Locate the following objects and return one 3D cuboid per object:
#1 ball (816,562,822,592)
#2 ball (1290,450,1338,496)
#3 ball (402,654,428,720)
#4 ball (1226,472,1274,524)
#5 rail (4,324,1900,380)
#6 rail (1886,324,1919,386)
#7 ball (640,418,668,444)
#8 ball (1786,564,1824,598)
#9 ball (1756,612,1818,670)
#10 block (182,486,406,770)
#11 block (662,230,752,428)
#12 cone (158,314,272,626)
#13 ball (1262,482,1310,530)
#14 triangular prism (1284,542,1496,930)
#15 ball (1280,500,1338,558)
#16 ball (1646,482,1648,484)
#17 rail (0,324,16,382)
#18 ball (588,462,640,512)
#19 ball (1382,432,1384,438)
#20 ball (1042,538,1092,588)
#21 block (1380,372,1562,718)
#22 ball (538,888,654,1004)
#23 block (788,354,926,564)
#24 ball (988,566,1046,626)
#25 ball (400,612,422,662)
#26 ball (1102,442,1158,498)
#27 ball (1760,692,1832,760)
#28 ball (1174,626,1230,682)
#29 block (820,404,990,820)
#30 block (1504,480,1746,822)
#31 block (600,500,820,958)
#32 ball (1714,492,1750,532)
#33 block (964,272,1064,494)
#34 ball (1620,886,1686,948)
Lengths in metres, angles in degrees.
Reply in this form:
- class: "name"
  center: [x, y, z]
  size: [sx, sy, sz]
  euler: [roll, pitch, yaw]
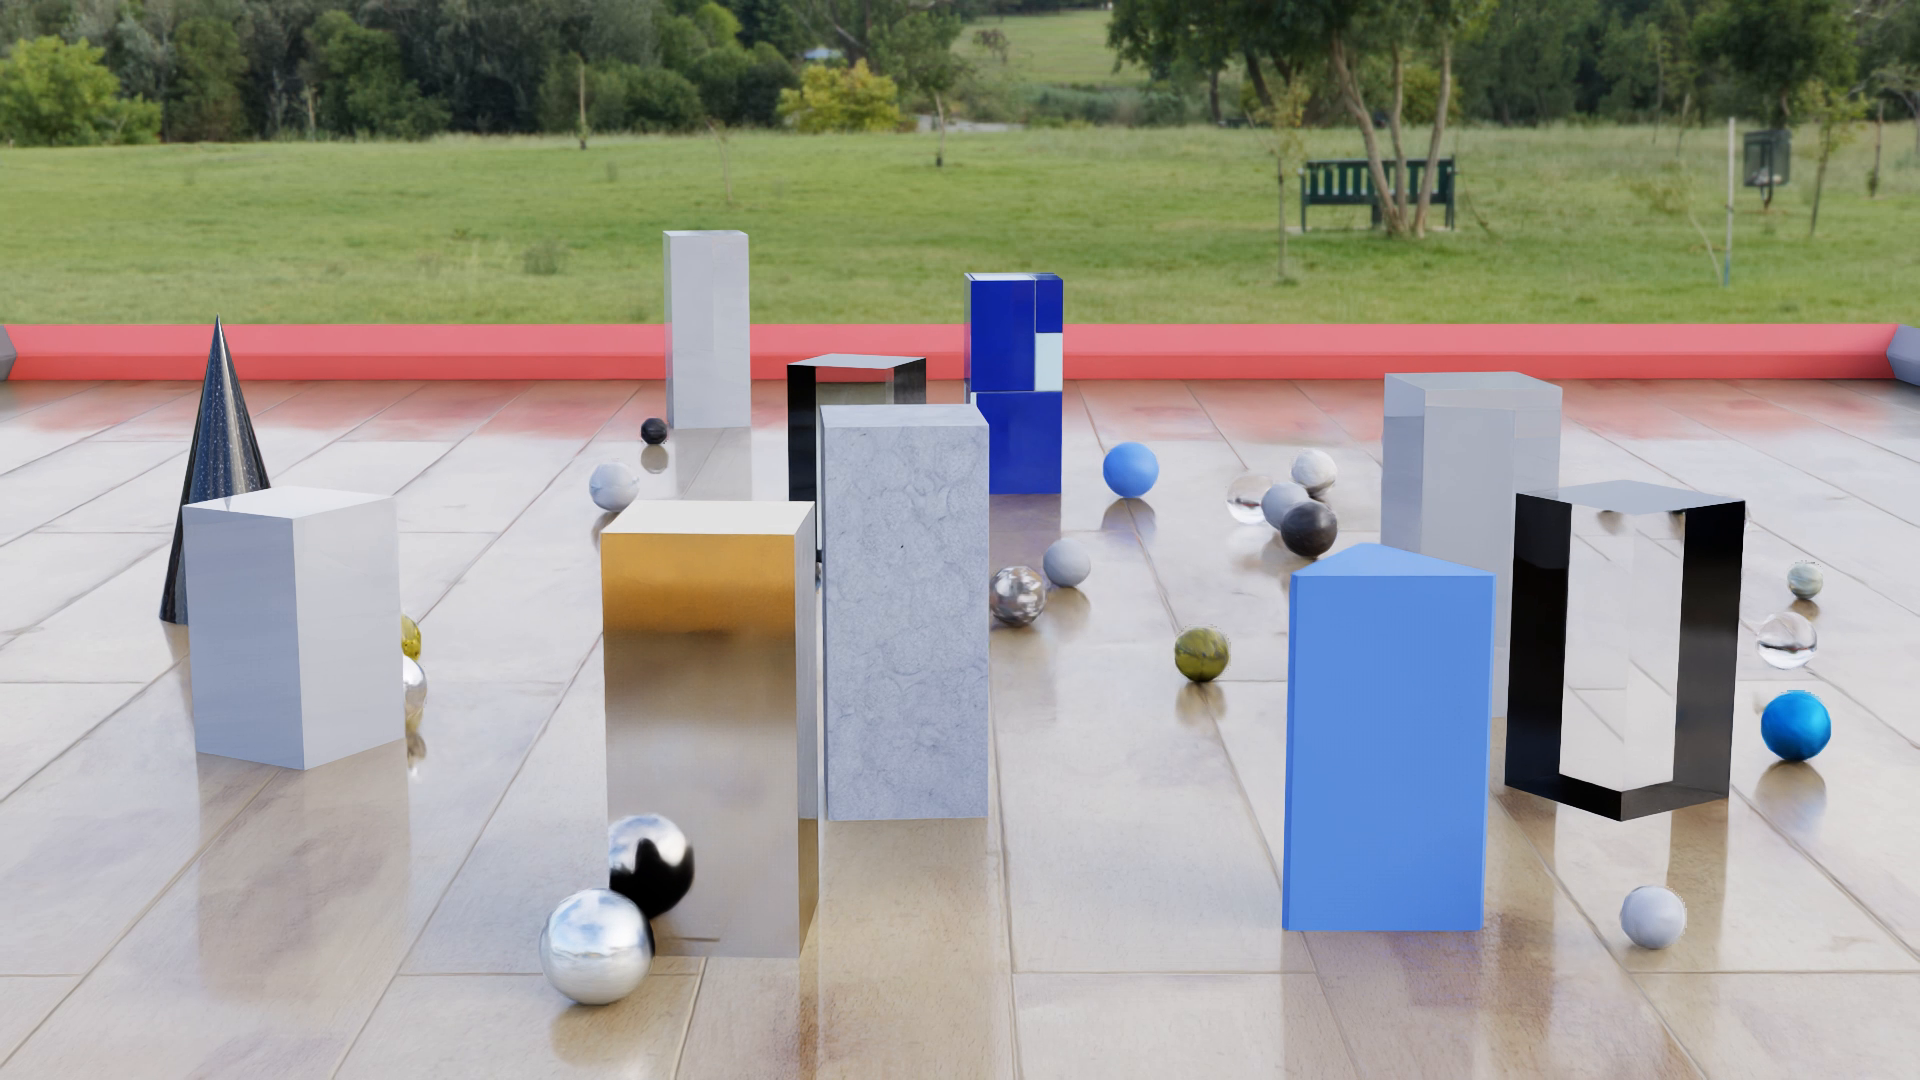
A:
- class: "ball"
  center: [-0.217, 0.051, 3.557]
  size: [0.054, 0.054, 0.054]
  euler: [0, 11, 0]
- class: "ball"
  center: [0.602, -0.113, 4.371]
  size: [0.080, 0.080, 0.080]
  euler: [0, 11, 0]
- class: "ball"
  center: [-0.634, 0.165, 2.865]
  size: [0.077, 0.077, 0.077]
  euler: [0, 11, 0]
- class: "ball"
  center: [0.468, -0.067, 4.108]
  size: [0.084, 0.084, 0.084]
  euler: [0, 11, 0]
- class: "rail"
  center: [-0.015, -0.437, 5.981]
  size: [4.433, 0.127, 0.045]
  euler: [0, 11, 0]
- class: "rail"
  center: [2.193, 0.030, 3.461]
  size: [0.045, 0.127, 5.197]
  euler: [0, 11, 0]
- class: "ball"
  center: [-0.593, -0.211, 4.971]
  size: [0.053, 0.053, 0.053]
  euler: [0, 11, 0]
- class: "ball"
  center: [1.166, 0.057, 3.539]
  size: [0.049, 0.049, 0.049]
  euler: [0, 11, 0]
- class: "ball"
  center: [1.007, 0.123, 3.124]
  size: [0.071, 0.071, 0.071]
  euler: [0, 11, 0]
- class: "block"
  center: [-0.715, 0.090, 2.761]
  size: [0.157, 0.267, 0.157]
  euler: [6, 12, 29]
- class: "block"
  center: [-0.518, -0.433, 5.248]
  size: [0.157, 0.389, 0.157]
  euler: [-2, 11, -12]
- class: "cone"
  center: [-0.981, -0.103, 3.428]
  size: [0.196, 0.403, 0.196]
  euler: [0, 11, 0]
- class: "ball"
  center: [0.514, -0.053, 4.035]
  size: [0.078, 0.078, 0.078]
  euler: [0, 11, 0]
- class: "triangular prism"
  center: [0.361, 0.167, 2.233]
  size: [0.169, 0.308, 0.147]
  euler: [0, 11, 0]
- class: "ball"
  center: [0.522, -0.017, 3.837]
  size: [0.086, 0.086, 0.086]
  euler: [0, 11, 0]
- class: "ball"
  center: [1.137, -0.077, 4.279]
  size: [0.042, 0.042, 0.042]
  euler: [0, 11, 0]
- class: "rail"
  center: [-2.193, 0.035, 3.437]
  size: [0.045, 0.127, 5.197]
  euler: [0, 11, 0]
- class: "ball"
  center: [-0.569, -0.088, 4.225]
  size: [0.084, 0.084, 0.084]
  euler: [0, 11, 0]
- class: "ball"
  center: [0.825, -0.189, 4.818]
  size: [0.066, 0.066, 0.066]
  euler: [0, 11, 0]
- class: "ball"
  center: [0.151, 0.032, 3.617]
  size: [0.069, 0.069, 0.069]
  euler: [0, 11, 0]
- class: "block"
  center: [0.580, 0.003, 2.939]
  size: [0.157, 0.374, 0.157]
  euler: [-1, 11, -7]
- class: "ball"
  center: [-0.285, 0.319, 2.013]
  size: [0.090, 0.090, 0.090]
  euler: [0, 11, 0]
- class: "block"
  center: [-0.152, -0.121, 3.830]
  size: [0.157, 0.293, 0.157]
  euler: [4, 11, 21]
- class: "ball"
  center: [0.074, 0.073, 3.369]
  size: [0.080, 0.080, 0.080]
  euler: [0, 11, 0]
- class: "ball"
  center: [-0.688, 0.124, 3.076]
  size: [0.085, 0.085, 0.085]
  euler: [0, 11, 0]
- class: "ball"
  center: [0.290, -0.120, 4.362]
  size: [0.096, 0.096, 0.096]
  euler: [0, 11, 0]
- class: "ball"
  center: [0.885, 0.198, 2.716]
  size: [0.072, 0.072, 0.072]
  euler: [0, 11, 0]
- class: "ball"
  center: [0.288, 0.136, 3.062]
  size: [0.067, 0.067, 0.067]
  euler: [0, 11, 0]
- class: "block"
  center: [-0.057, 0.068, 2.550]
  size: [0.157, 0.388, 0.157]
  euler: [-1, 11, -5]
- class: "block"
  center: [0.666, 0.106, 2.577]
  size: [0.157, 0.303, 0.157]
  euler: [-7, 12, -33]
- class: "block"
  center: [-0.207, 0.155, 2.166]
  size: [0.157, 0.356, 0.157]
  euler: [1, 11, 3]
- class: "ball"
  center: [1.178, -0.035, 3.957]
  size: [0.077, 0.077, 0.077]
  euler: [0, 11, 0]
- class: "block"
  center: [0.091, -0.273, 4.449]
  size: [0.157, 0.366, 0.157]
  euler: [-1, 11, -4]
- class: "ball"
  center: [0.577, 0.314, 2.140]
  size: [0.053, 0.053, 0.053]
  euler: [0, 11, 0]
